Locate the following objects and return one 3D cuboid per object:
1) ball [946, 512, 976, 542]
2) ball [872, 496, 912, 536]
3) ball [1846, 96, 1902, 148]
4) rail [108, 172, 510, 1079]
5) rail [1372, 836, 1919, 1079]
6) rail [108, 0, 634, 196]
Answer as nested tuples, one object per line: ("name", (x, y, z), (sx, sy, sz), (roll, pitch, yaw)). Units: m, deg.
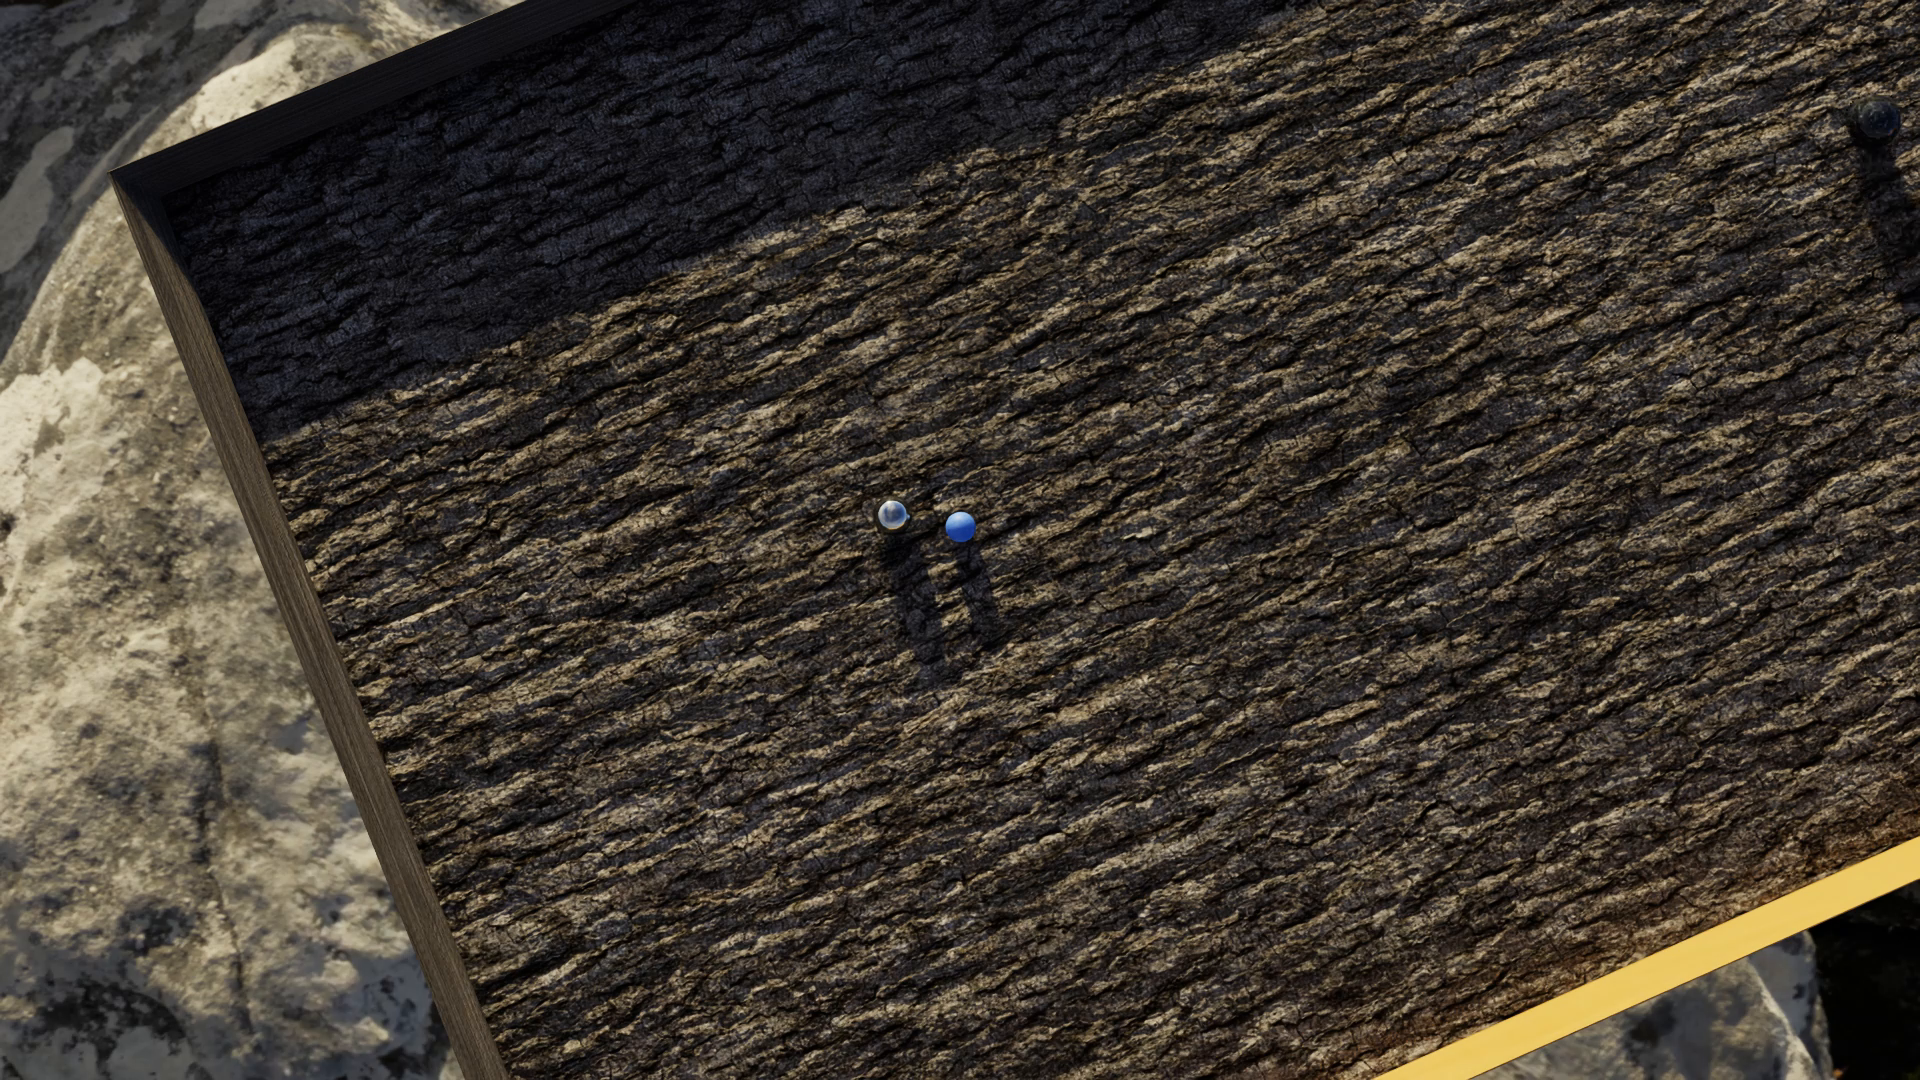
("ball", (0.001, -0.019, 3.272), (0.046, 0.046, 0.046), (0, 83, 0))
("ball", (-0.100, -0.036, 3.267), (0.060, 0.060, 0.060), (0, 83, 0))
("ball", (1.385, -0.633, 3.330), (0.078, 0.078, 0.078), (0, 83, 0))
("rail", (-0.848, 0.359, 3.197), (0.045, 0.102, 1.993), (-23, 84, -3))
("rail", (1.255, 0.512, 3.179), (3.789, 0.102, 0.045), (-23, 84, -3))
("rail", (0.486, -1.262, 3.394), (3.789, 0.102, 0.045), (-23, 84, -3))
